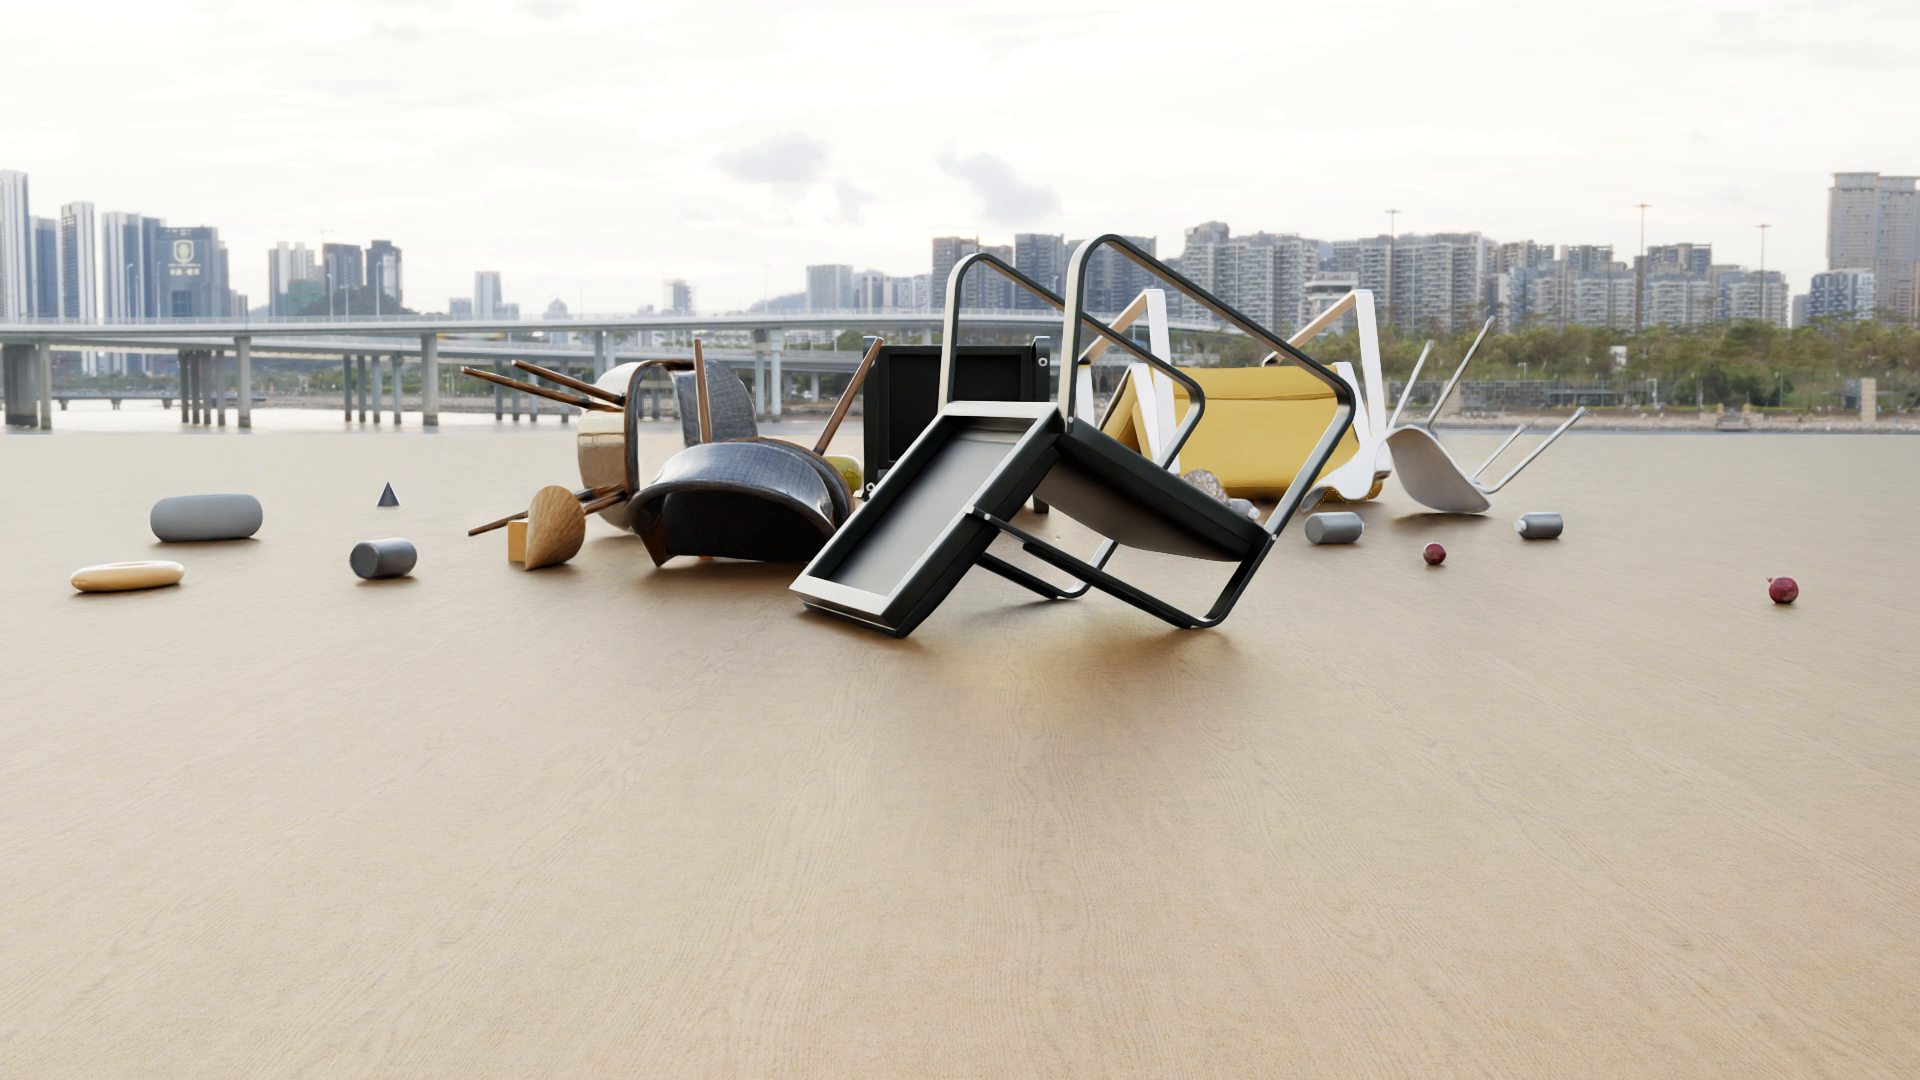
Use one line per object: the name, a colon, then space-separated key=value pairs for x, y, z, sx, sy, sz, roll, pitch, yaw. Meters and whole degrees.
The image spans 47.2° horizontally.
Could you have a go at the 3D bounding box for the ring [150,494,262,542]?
ring: x=-2.251 y=-0.067 z=6.578 sx=0.220 sy=0.132 sz=0.356 roll=1 pitch=5 yaw=38

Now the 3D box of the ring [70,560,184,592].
ring: x=-1.880 y=0.081 z=4.976 sx=0.165 sy=0.053 sz=0.350 roll=0 pitch=3 yaw=15

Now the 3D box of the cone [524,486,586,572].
cone: x=-1.052 y=0.019 z=5.521 sx=0.153 sy=0.228 sz=0.249 roll=11 pitch=30 yaw=4

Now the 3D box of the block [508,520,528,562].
block: x=-1.120 y=0.001 z=5.780 sx=0.105 sy=0.103 sz=0.085 roll=1 pitch=4 yaw=18

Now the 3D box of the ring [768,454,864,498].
ring: x=-0.597 y=-0.262 z=9.081 sx=0.406 sy=0.178 sz=0.350 roll=0 pitch=2 yaw=-24

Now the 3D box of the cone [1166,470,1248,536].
cone: x=0.805 y=-0.068 z=6.785 sx=0.209 sy=0.221 sz=0.276 roll=-11 pitch=-27 yaw=44

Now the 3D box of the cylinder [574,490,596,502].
cylinder: x=-1.500 y=-0.175 z=8.756 sx=0.070 sy=0.036 sz=0.069 roll=3 pitch=36 yaw=33

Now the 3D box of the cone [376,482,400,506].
cone: x=-2.214 y=-0.182 z=8.515 sx=0.096 sy=0.094 sz=0.103 roll=1 pitch=4 yaw=9
